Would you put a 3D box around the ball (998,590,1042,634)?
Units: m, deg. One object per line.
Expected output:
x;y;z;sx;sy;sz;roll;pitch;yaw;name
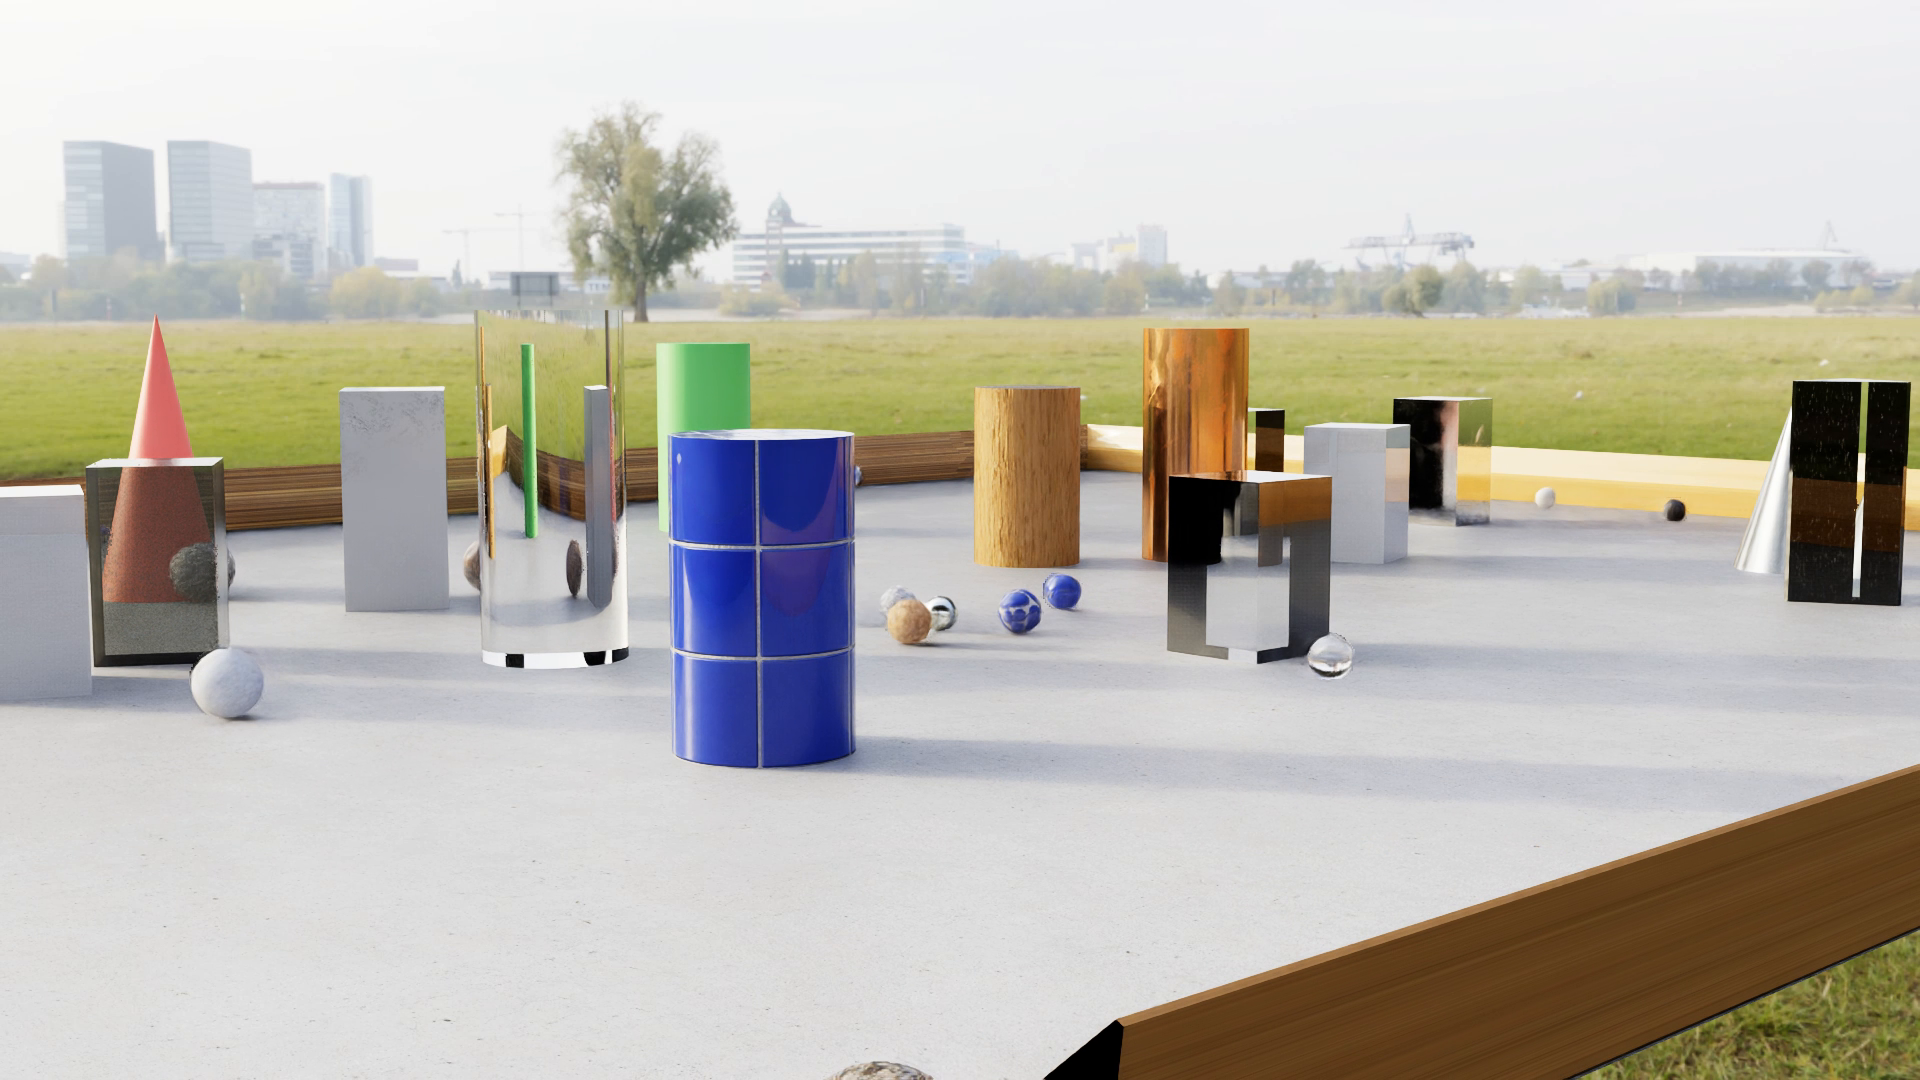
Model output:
0.082;0.097;3.000;0.061;0.061;0.061;0;6;0;ball

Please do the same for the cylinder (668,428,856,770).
-0.197;0.053;2.197;0.185;0.318;0.185;0;6;0;cylinder

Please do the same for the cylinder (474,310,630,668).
-0.515;-0.070;2.780;0.185;0.440;0.185;0;6;0;cylinder

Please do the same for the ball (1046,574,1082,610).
0.152;0.076;3.234;0.053;0.053;0.053;0;6;0;ball

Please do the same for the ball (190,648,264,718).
-0.795;0.155;2.386;0.075;0.075;0.075;0;6;0;ball

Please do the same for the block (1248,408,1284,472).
0.538;-0.139;4.370;0.148;0.241;0.148;-5;8;-37;block

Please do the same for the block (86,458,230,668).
-1.017;0.025;2.797;0.148;0.248;0.148;-1;6;-13;block

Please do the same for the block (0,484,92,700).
-1.095;0.059;2.554;0.148;0.231;0.148;-3;7;-23;block

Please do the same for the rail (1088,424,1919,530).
1.533;-0.118;4.739;0.045;0.120;3.540;-6;8;-42;rail

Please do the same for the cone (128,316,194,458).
-1.245;-0.137;3.427;0.185;0.436;0.185;0;6;0;cone

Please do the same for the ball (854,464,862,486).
-0.272;-0.157;5.394;0.061;0.061;0.061;0;6;0;ball

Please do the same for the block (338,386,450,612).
-0.842;-0.064;3.285;0.148;0.322;0.148;-1;6;-12;block

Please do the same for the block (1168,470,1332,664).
0.373;0.031;2.835;0.148;0.228;0.148;-6;8;-43;block

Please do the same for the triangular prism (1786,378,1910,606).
1.349;-0.077;3.351;0.160;0.333;0.139;2;6;20;triangular prism

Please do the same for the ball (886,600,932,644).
-0.067;0.108;2.904;0.060;0.060;0.060;0;6;0;ball

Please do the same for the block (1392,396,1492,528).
0.994;-0.164;4.536;0.148;0.256;0.148;5;8;40;block

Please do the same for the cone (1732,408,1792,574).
1.415;-0.102;3.732;0.185;0.302;0.185;0;6;0;cone

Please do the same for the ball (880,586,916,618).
-0.086;0.091;3.089;0.054;0.054;0.054;0;6;0;ball

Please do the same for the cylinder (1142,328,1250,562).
0.415;-0.171;3.886;0.185;0.406;0.185;0;6;0;cylinder

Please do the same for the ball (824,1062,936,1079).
-0.038;0.291;1.028;0.092;0.092;0.092;0;6;0;ball

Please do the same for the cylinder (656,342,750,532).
-0.511;-0.207;4.399;0.185;0.371;0.185;0;6;0;cylinder

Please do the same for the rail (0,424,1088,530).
-1.184;-0.104;4.608;4.218;0.120;0.045;-6;8;-42;rail

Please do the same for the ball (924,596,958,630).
-0.027;0.101;3.026;0.049;0.049;0.049;0;6;0;ball

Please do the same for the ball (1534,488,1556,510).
1.290;-0.091;4.844;0.046;0.046;0.046;0;6;0;ball

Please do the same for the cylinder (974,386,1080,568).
0.117;-0.114;3.829;0.185;0.305;0.185;0;6;0;cylinder

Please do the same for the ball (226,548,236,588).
-1.152;0.044;3.352;0.092;0.092;0.092;0;6;0;ball

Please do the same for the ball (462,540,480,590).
-0.731;0.039;3.423;0.087;0.087;0.087;0;6;0;ball

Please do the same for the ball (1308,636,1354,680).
0.442;0.141;2.626;0.053;0.053;0.053;0;6;0;ball

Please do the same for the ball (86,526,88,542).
-1.603;-0.013;4.091;0.049;0.049;0.049;0;6;0;ball

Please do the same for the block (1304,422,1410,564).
0.702;-0.085;3.895;0.148;0.235;0.148;3;7;27;block

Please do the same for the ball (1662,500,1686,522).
1.479;-0.061;4.553;0.047;0.047;0.047;0;6;0;ball

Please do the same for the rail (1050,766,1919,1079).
1.184;0.167;2.056;4.218;0.120;0.045;-6;8;-42;rail
